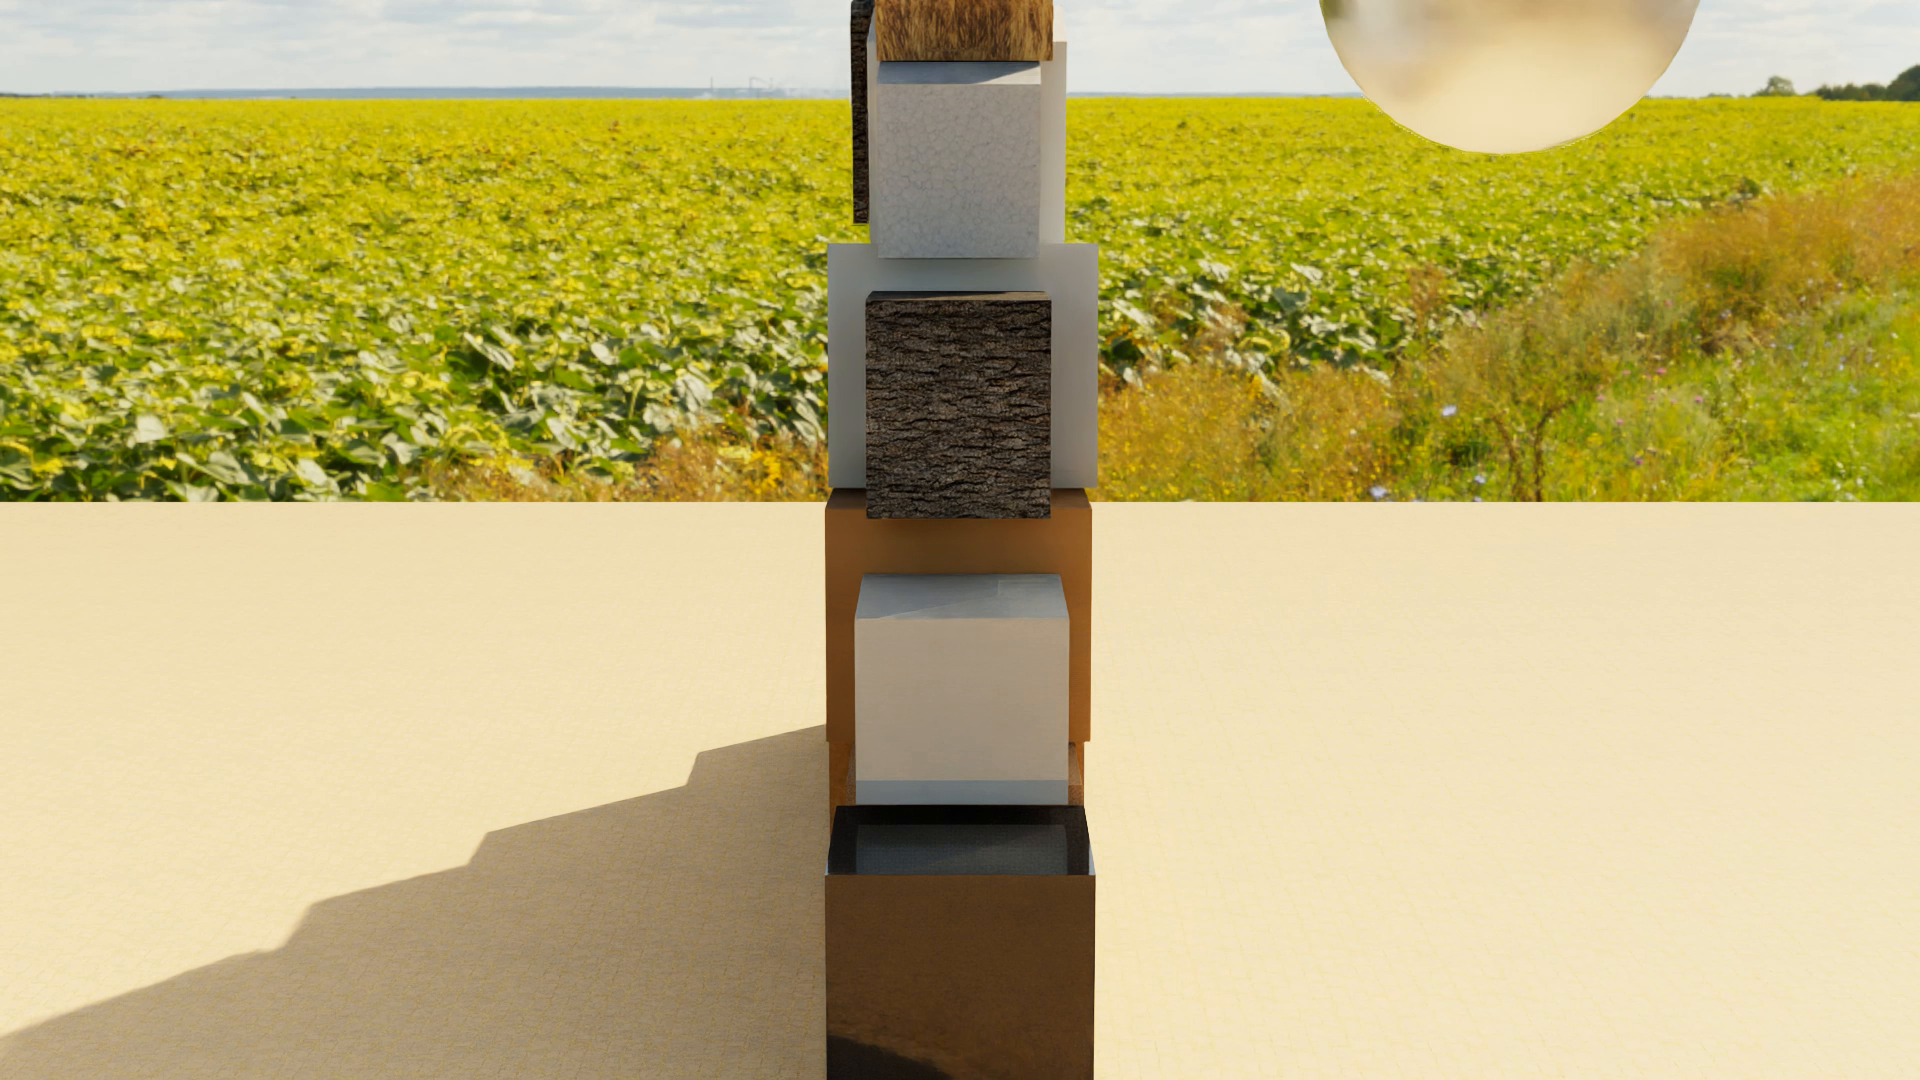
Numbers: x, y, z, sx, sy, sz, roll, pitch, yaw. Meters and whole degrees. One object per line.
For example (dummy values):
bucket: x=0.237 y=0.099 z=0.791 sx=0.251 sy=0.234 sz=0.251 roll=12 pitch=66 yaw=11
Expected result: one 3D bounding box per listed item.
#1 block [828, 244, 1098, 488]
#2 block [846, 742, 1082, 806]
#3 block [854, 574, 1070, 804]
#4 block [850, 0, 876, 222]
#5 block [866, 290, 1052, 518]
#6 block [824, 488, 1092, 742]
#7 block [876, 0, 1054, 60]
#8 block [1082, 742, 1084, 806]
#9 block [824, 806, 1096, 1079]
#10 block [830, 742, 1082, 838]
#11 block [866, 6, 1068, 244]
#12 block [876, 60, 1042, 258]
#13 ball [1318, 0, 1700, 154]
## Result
block: x=0.011 y=-0.740 z=10.716 sx=1.072 sy=0.969 sz=1.058 roll=0 pitch=5 yaw=0
block: x=0.014 y=1.288 z=9.791 sx=0.855 sy=0.963 sz=0.821 roll=0 pitch=10 yaw=0
block: x=0.006 y=0.530 z=9.396 sx=0.748 sy=0.669 sz=0.816 roll=0 pitch=10 yaw=0
block: x=-0.059 y=-2.012 z=11.557 sx=0.826 sy=0.942 sz=0.790 roll=0 pitch=28 yaw=0
block: x=-0.006 y=-0.531 z=9.793 sx=0.679 sy=0.804 sz=0.784 roll=0 pitch=8 yaw=0
block: x=-0.006 y=0.262 z=10.277 sx=1.016 sy=0.901 sz=0.969 roll=0 pitch=8 yaw=0
block: x=0.022 y=-2.337 z=10.271 sx=0.690 sy=0.654 sz=0.824 roll=0 pitch=23 yaw=1
block: x=-0.006 y=0.958 z=11.742 sx=1.101 sy=0.914 sz=1.040 roll=0 pitch=10 yaw=0
block: x=0.001 y=1.473 z=8.981 sx=0.899 sy=0.888 sz=0.820 roll=0 pitch=10 yaw=0
block: x=-0.018 y=1.135 z=10.713 sx=0.998 sy=0.934 sz=1.028 roll=0 pitch=10 yaw=0
block: x=0.032 y=-1.752 z=10.818 sx=0.807 sy=0.852 sz=0.697 roll=0 pitch=23 yaw=1
block: x=-0.002 y=-1.546 z=10.145 sx=0.625 sy=0.683 sz=0.699 roll=0 pitch=23 yaw=0
ball: x=2.295 y=-2.422 z=10.740 sx=1.600 sy=1.600 sz=1.600 roll=0 pitch=10 yaw=0
